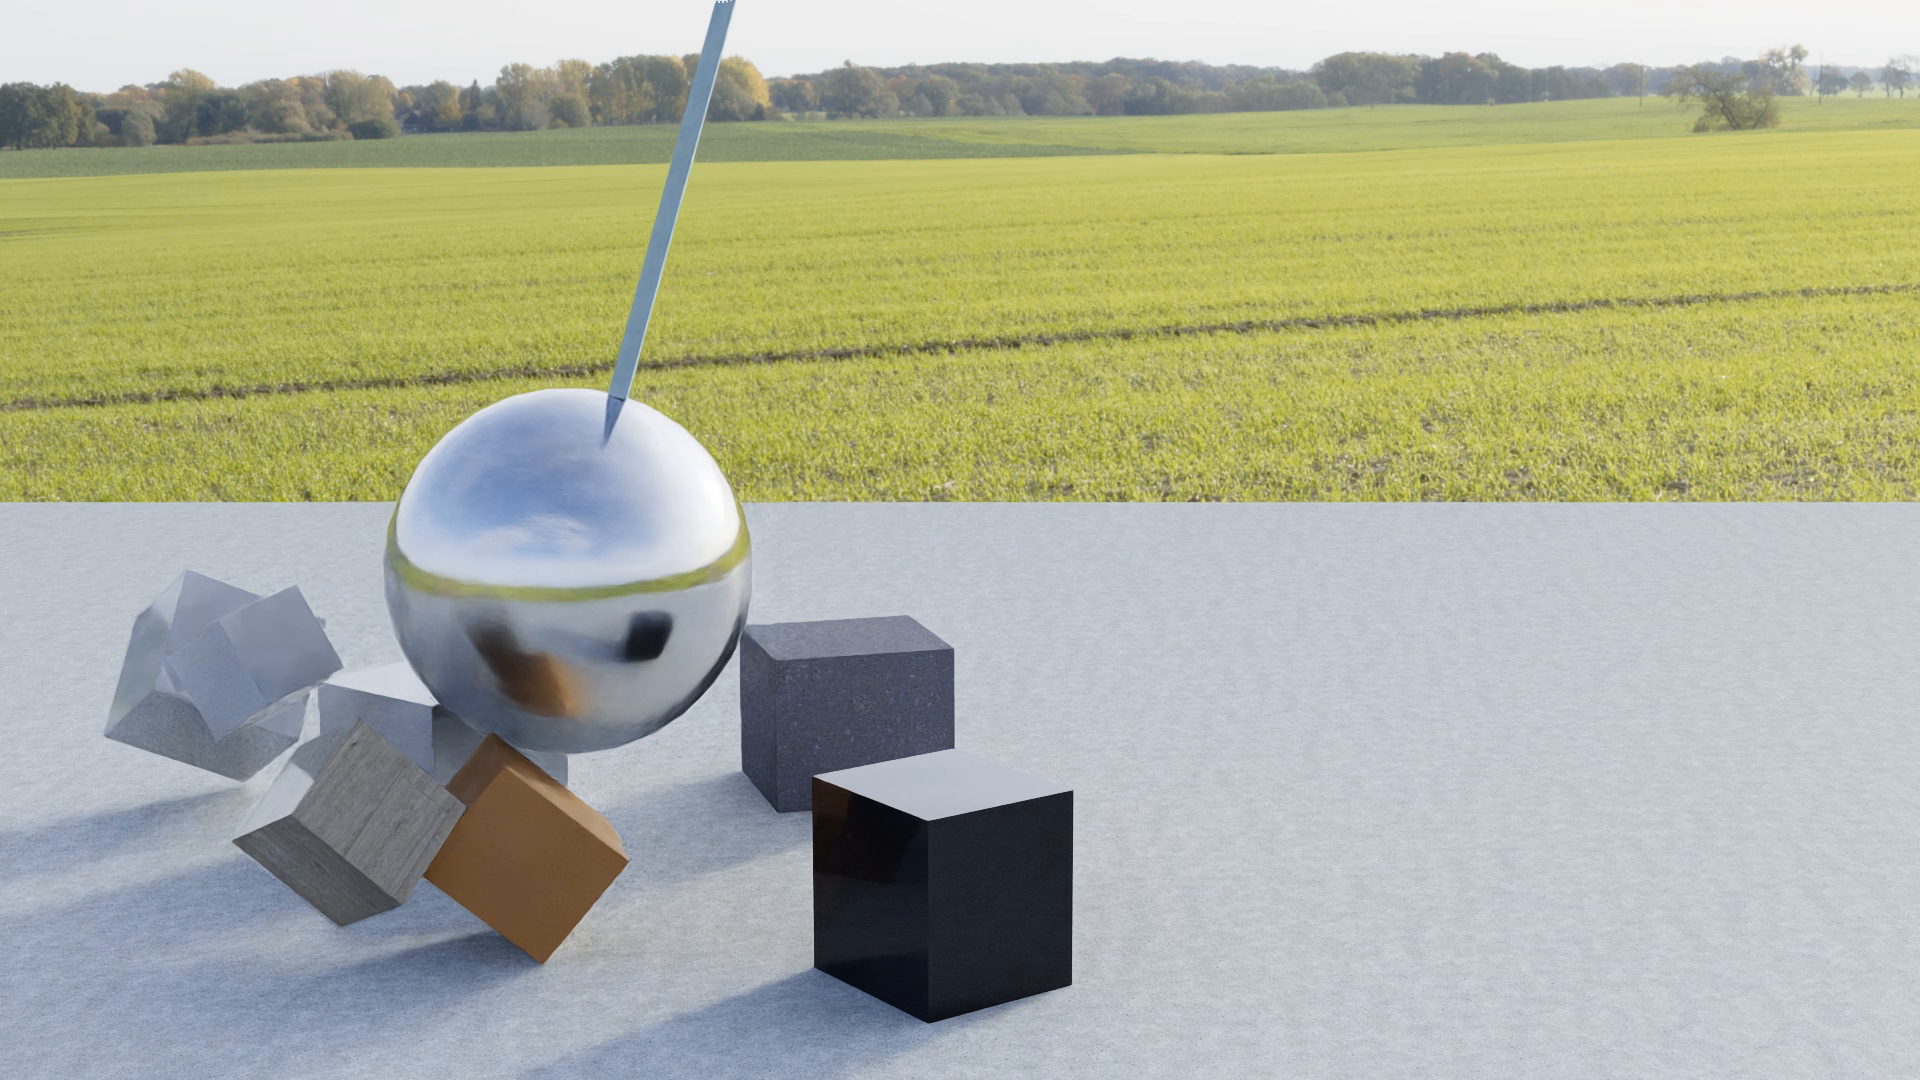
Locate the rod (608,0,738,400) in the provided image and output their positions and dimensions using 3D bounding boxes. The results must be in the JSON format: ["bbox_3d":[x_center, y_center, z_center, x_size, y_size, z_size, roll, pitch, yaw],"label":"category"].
[{"bbox_3d":[-0.738,-3.073,10.622,0.080,5.200,0.080,16,10,-3],"label":"rod"}]

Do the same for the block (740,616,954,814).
[{"bbox_3d":[-0.571,0.851,12.782,0.888,0.753,0.818,-3,11,-17],"label":"block"}]

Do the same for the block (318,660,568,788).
[{"bbox_3d":[-2.399,1.003,11.953,0.784,0.750,0.810,8,13,37],"label":"block"}]

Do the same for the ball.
[{"bbox_3d":[-1.702,0.135,11.205,1.600,1.600,1.600,0,10,0],"label":"ball"}]

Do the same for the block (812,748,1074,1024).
[{"bbox_3d":[-0.072,1.331,10.041,0.694,0.788,0.772,-8,13,-36],"label":"block"}]

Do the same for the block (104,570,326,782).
[{"bbox_3d":[-3.638,0.675,12.544,0.729,0.656,0.684,24,-35,-28],"label":"block"}]

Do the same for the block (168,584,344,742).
[{"bbox_3d":[-3.122,0.544,11.385,0.463,0.427,0.451,-30,0,40],"label":"block"}]

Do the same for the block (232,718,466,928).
[{"bbox_3d":[-2.384,1.108,10.018,0.526,0.561,0.488,-23,30,47],"label":"block"}]

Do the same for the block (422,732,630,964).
[{"bbox_3d":[-1.799,1.243,10.420,0.644,0.533,0.571,41,-2,-18],"label":"block"}]
